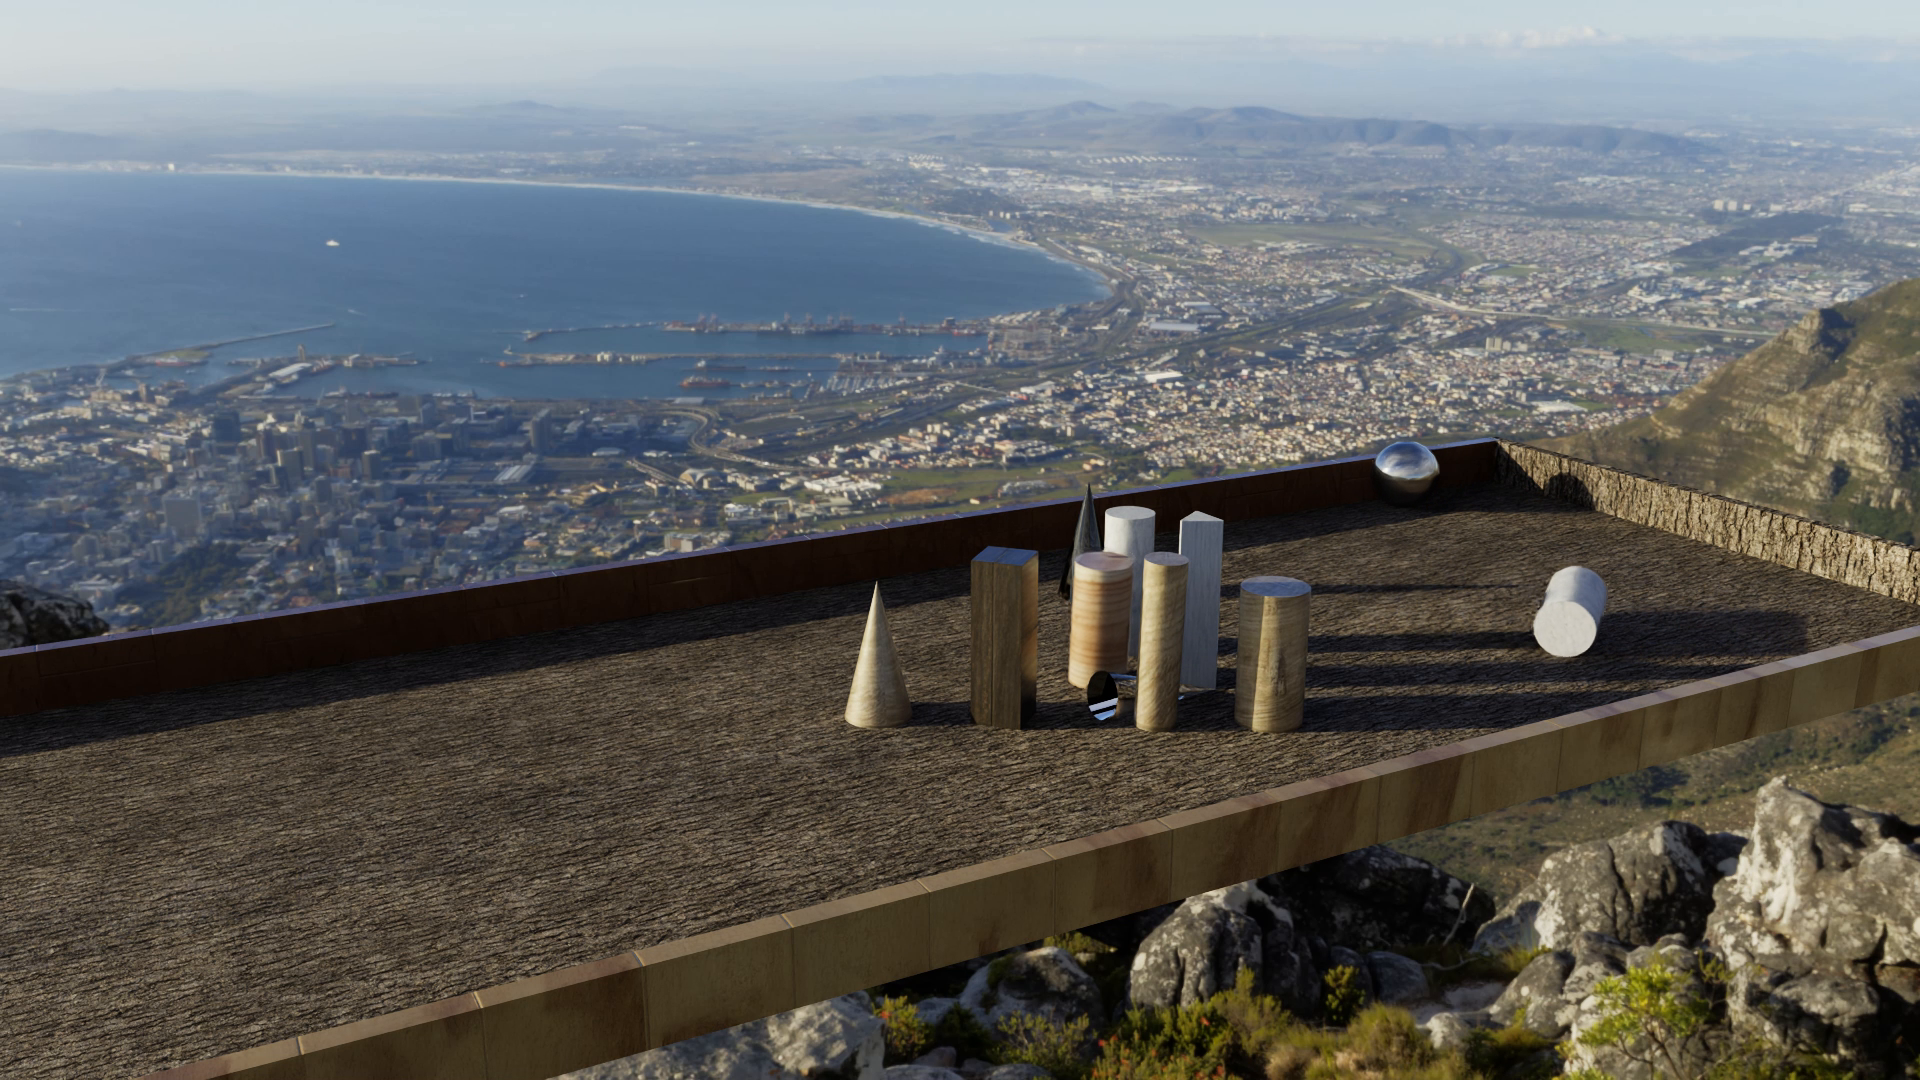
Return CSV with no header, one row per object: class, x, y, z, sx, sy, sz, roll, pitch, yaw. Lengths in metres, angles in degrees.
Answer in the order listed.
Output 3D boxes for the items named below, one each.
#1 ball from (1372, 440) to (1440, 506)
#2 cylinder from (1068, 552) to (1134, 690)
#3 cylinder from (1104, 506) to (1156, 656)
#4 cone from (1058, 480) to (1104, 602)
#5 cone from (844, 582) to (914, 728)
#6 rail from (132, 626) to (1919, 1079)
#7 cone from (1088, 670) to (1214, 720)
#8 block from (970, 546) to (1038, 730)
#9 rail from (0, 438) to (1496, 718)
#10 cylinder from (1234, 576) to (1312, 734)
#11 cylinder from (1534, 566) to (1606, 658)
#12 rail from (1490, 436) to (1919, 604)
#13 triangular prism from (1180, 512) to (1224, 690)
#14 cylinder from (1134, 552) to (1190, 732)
ball,1.550,-0.231,5.735,0.228,0.228,0.228,0,16,0
cylinder,0.349,0.201,4.097,0.145,0.316,0.145,2,18,-1
cylinder,0.441,0.108,4.326,0.130,0.373,0.130,0,16,0
cone,0.369,-0.007,4.771,0.168,0.342,0.168,0,16,0
cone,-0.193,0.256,3.885,0.165,0.337,0.165,0,16,0
rail,-2.336,1.006,1.665,12.000,0.150,0.050,-9,18,-27
cone,0.486,0.369,3.996,0.357,0.117,0.117,1,14,-33
block,0.104,0.229,3.863,0.123,0.402,0.123,6,17,19
rail,-3.305,0.497,3.399,12.000,0.150,0.050,-9,18,-27
cylinder,0.730,0.267,3.859,0.161,0.332,0.161,0,16,0
cylinder,1.643,0.189,4.437,0.154,0.154,0.332,7,18,24
rail,2.466,-0.048,5.253,0.050,0.150,2.100,-9,18,-27
triangular prism,0.583,0.149,4.077,0.103,0.434,0.089,0,16,0
cylinder,0.465,0.237,3.818,0.102,0.408,0.102,2,18,-1
